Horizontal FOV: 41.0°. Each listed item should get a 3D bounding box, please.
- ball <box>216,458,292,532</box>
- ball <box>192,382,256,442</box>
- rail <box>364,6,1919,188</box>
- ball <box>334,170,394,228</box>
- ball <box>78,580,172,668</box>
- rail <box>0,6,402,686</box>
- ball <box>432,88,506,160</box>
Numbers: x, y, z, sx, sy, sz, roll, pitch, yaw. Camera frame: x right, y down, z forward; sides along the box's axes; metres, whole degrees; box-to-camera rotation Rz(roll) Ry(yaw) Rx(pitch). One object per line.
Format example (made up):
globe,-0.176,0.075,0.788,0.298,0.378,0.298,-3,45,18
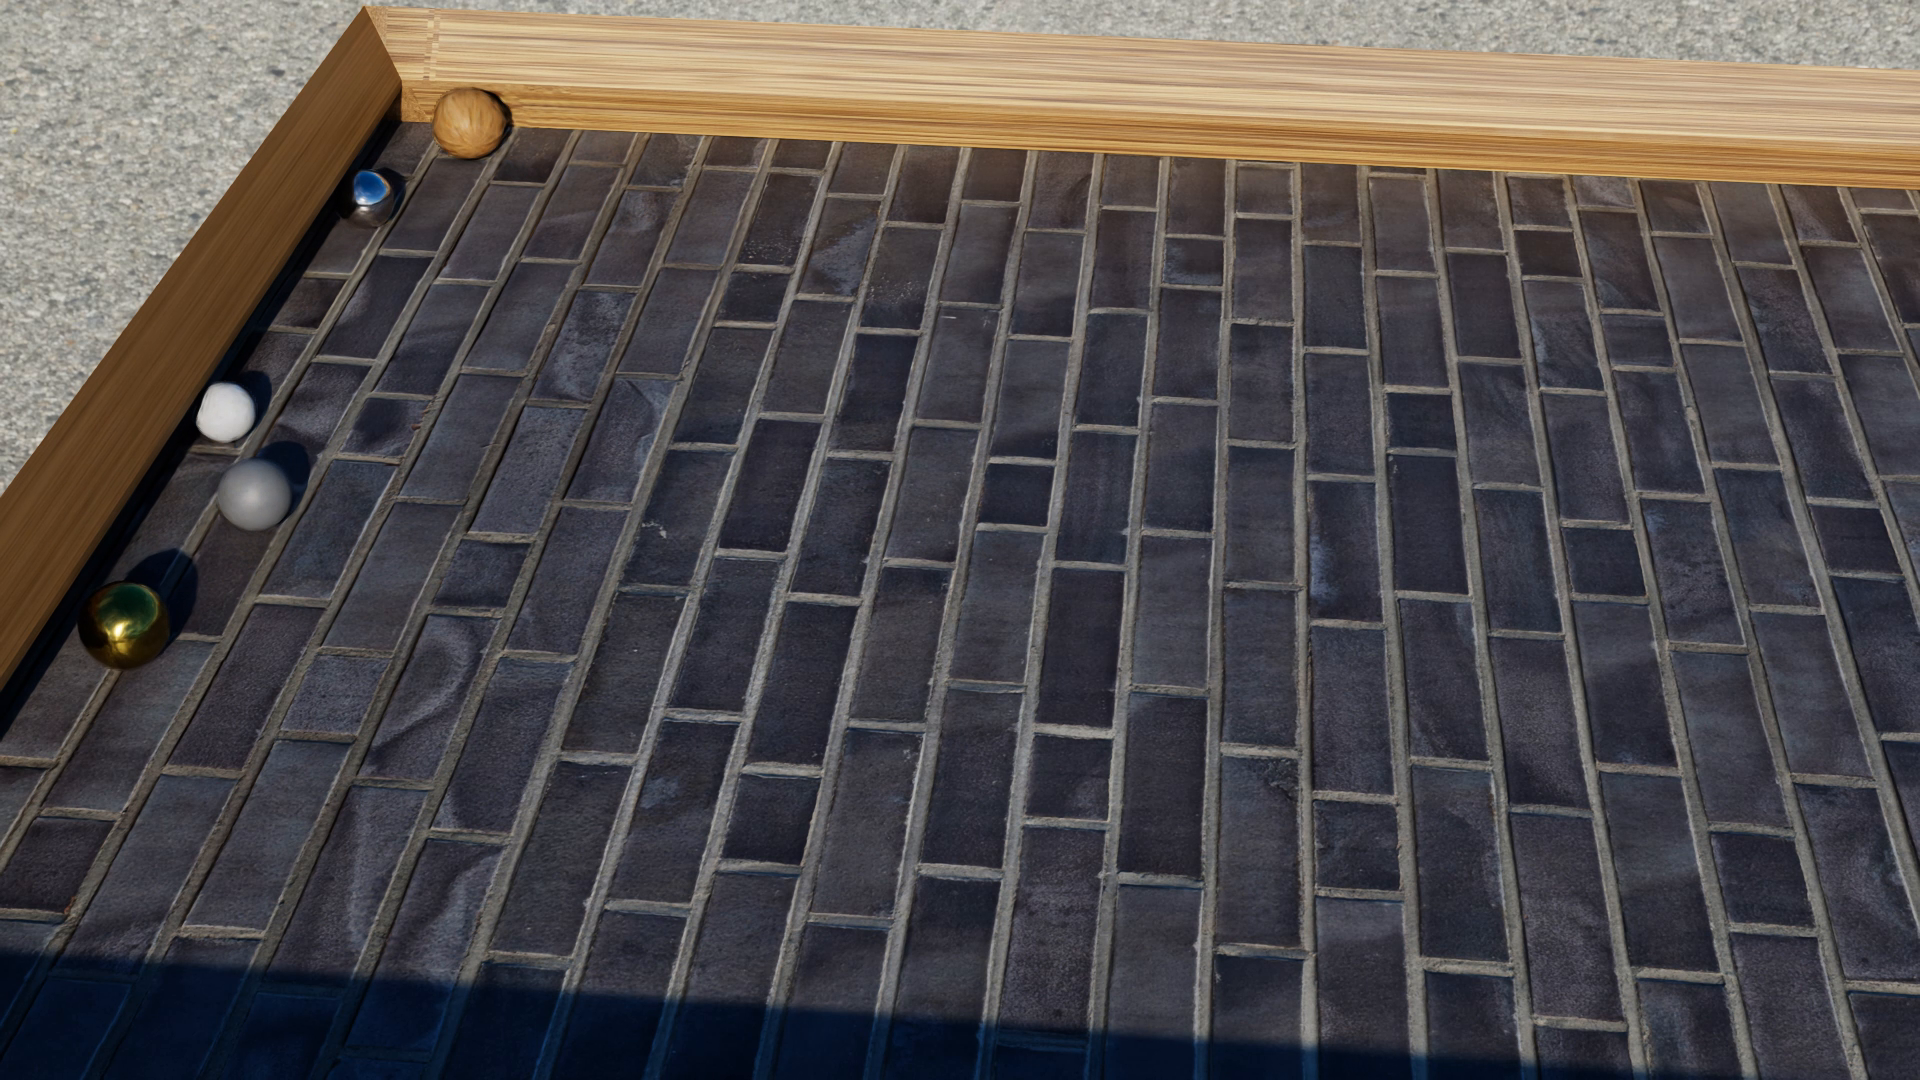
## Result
ball,-0.557,-0.036,2.026,0.058,0.058,0.058,0,35,0
ball,-0.612,-0.106,2.135,0.051,0.051,0.051,0,35,0
rail,0.751,-0.395,2.486,2.725,0.125,0.045,3,35,5
ball,-0.568,-0.325,2.446,0.056,0.056,0.056,0,35,0
ball,-0.611,0.062,1.879,0.065,0.065,0.065,0,35,0
rail,-0.654,-0.065,2.009,0.045,0.125,1.489,3,35,5
ball,-0.491,-0.417,2.565,0.071,0.071,0.071,0,35,0
